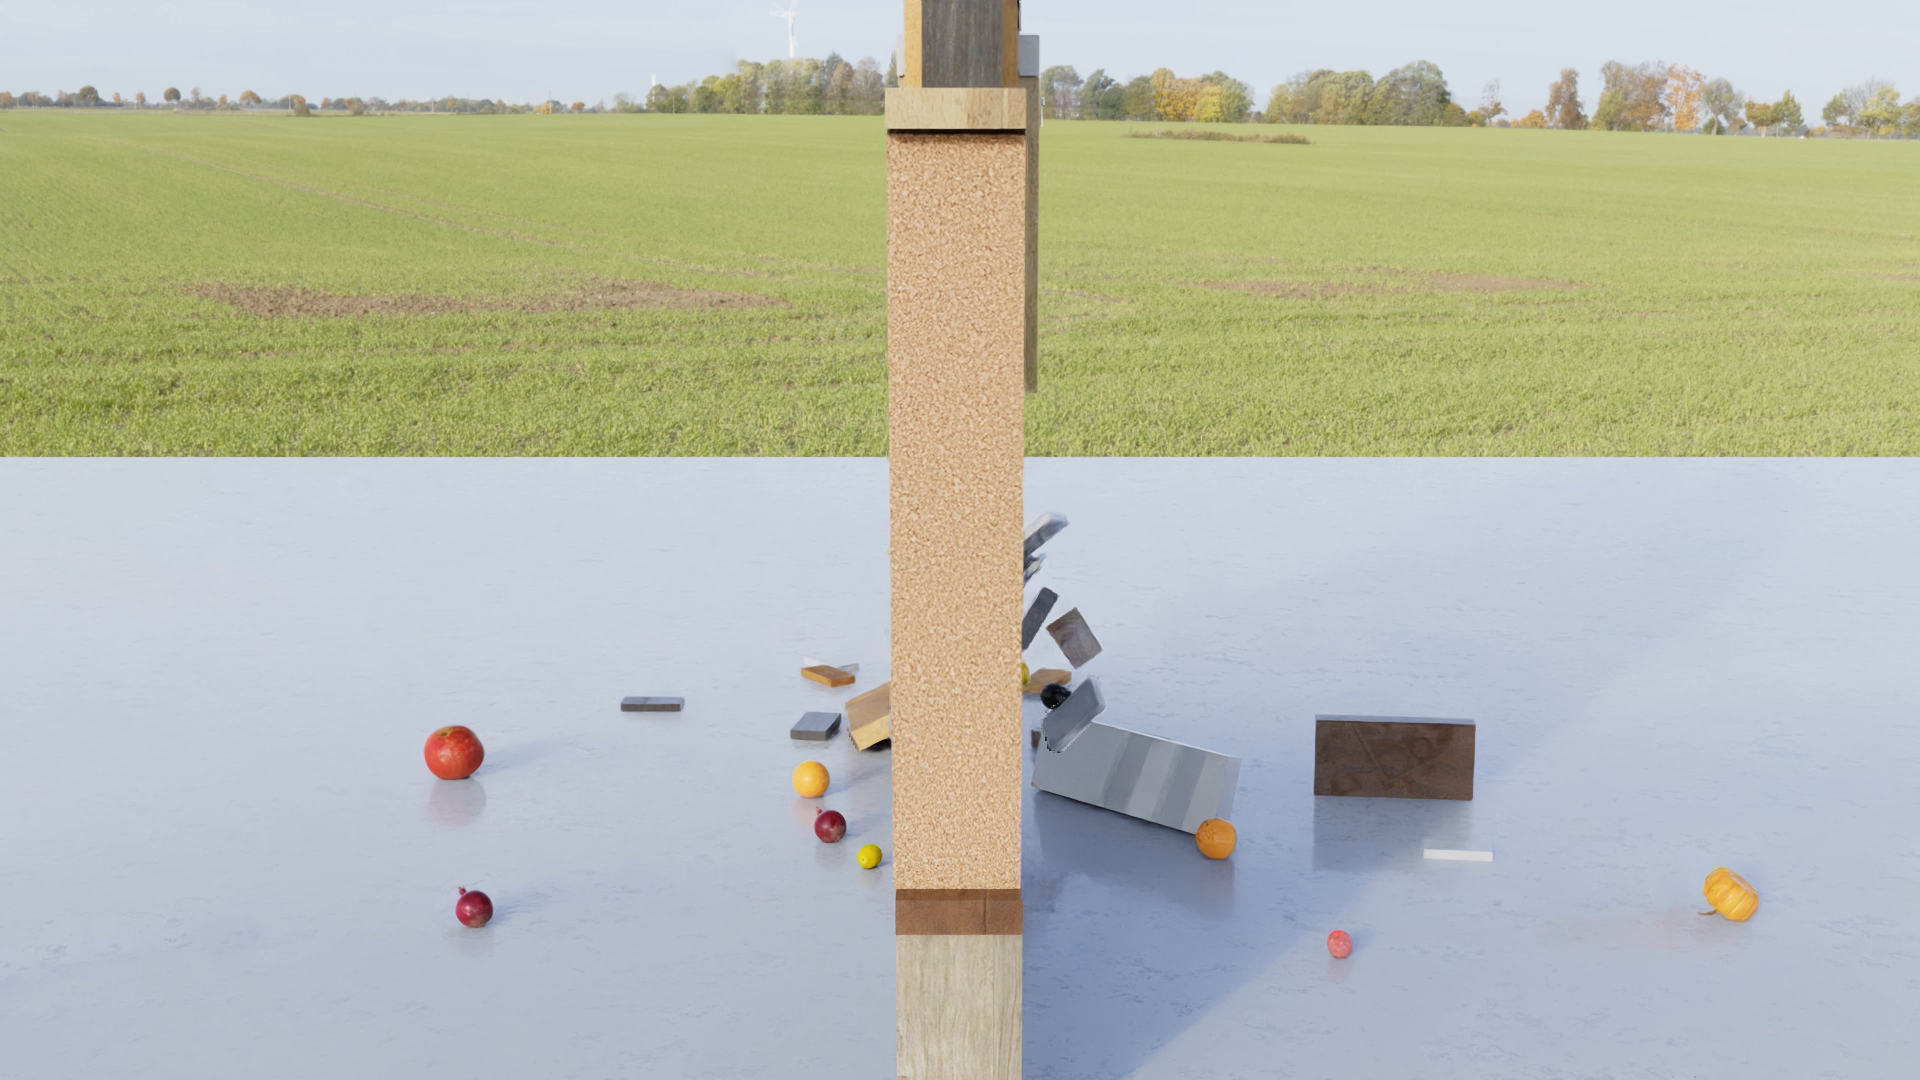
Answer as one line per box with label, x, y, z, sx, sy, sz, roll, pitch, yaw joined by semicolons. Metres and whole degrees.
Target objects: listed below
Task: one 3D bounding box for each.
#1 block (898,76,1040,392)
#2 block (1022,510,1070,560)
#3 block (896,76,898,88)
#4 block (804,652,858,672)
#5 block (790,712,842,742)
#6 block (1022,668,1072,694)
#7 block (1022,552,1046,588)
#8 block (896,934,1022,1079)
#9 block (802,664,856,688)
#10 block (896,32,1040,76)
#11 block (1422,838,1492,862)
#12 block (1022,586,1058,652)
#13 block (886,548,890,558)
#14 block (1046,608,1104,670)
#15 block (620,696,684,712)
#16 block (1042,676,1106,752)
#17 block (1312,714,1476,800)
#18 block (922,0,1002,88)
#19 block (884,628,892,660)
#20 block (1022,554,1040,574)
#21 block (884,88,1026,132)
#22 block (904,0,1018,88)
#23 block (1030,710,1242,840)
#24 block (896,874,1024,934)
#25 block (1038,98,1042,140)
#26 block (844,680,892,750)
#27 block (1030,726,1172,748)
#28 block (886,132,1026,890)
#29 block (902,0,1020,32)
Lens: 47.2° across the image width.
block;0.011;-0.379;2.741;0.173;0.389;0.049;0;6;1
block;0.150;-0.006;4.515;0.142;0.020;0.071;-38;-27;21
block;0.002;-0.450;2.947;0.173;0.346;0.049;0;7;1
block;-0.306;0.293;5.218;0.066;0.019;0.131;-8;13;-38
block;-0.304;0.395;4.663;0.075;0.021;0.150;2;11;9
block;0.197;0.324;5.043;0.075;0.021;0.150;4;11;21
block;0.123;0.093;4.450;0.014;0.154;0.049;36;15;3
block;-0.001;0.613;2.709;0.153;0.305;0.043;0;11;0
block;-0.306;0.315;5.099;0.066;0.019;0.131;-8;13;-35
block;0.007;-0.626;2.827;0.173;0.049;0.346;0;13;-1
block;0.874;0.545;3.867;0.117;0.017;0.058;2;11;9
block;0.149;0.167;4.544;0.037;0.131;0.261;31;-4;2
block;-0.117;0.069;4.604;0.016;0.114;0.057;-21;12;-39
block;0.245;0.211;4.657;0.075;0.021;0.337;-34;-19;1
block;-0.677;0.362;4.846;0.131;0.019;0.066;0;11;0
block;0.181;0.276;3.489;0.017;0.117;0.058;24;32;-34
block;0.828;0.415;4.203;0.299;0.149;0.042;1;11;6
block;0.002;-0.589;2.438;0.090;0.179;0.025;0;9;0
block;-0.081;0.299;5.133;0.130;0.037;0.690;-1;11;-7
block;0.125;0.031;4.673;0.057;0.016;0.114;11;-27;31
block;-0.004;-0.493;2.548;0.154;0.044;0.308;0;9;0
block;0.001;-0.706;2.617;0.135;0.355;0.038;0;9;0
block;0.321;0.433;4.090;0.448;0.149;0.042;11;-1;45
block;-0.001;0.423;2.777;0.153;0.043;0.305;0;11;0
block;0.026;-0.480;3.142;0.153;0.307;0.043;5;1;-3
block;-0.158;0.358;4.606;0.149;0.042;0.299;-25;9;-2
block;0.287;0.415;4.507;0.261;0.037;0.131;9;14;39
block;-0.004;-0.018;2.566;0.154;0.902;0.044;0;15;1
block;0.002;-0.815;2.846;0.153;0.307;0.043;0;9;-1
